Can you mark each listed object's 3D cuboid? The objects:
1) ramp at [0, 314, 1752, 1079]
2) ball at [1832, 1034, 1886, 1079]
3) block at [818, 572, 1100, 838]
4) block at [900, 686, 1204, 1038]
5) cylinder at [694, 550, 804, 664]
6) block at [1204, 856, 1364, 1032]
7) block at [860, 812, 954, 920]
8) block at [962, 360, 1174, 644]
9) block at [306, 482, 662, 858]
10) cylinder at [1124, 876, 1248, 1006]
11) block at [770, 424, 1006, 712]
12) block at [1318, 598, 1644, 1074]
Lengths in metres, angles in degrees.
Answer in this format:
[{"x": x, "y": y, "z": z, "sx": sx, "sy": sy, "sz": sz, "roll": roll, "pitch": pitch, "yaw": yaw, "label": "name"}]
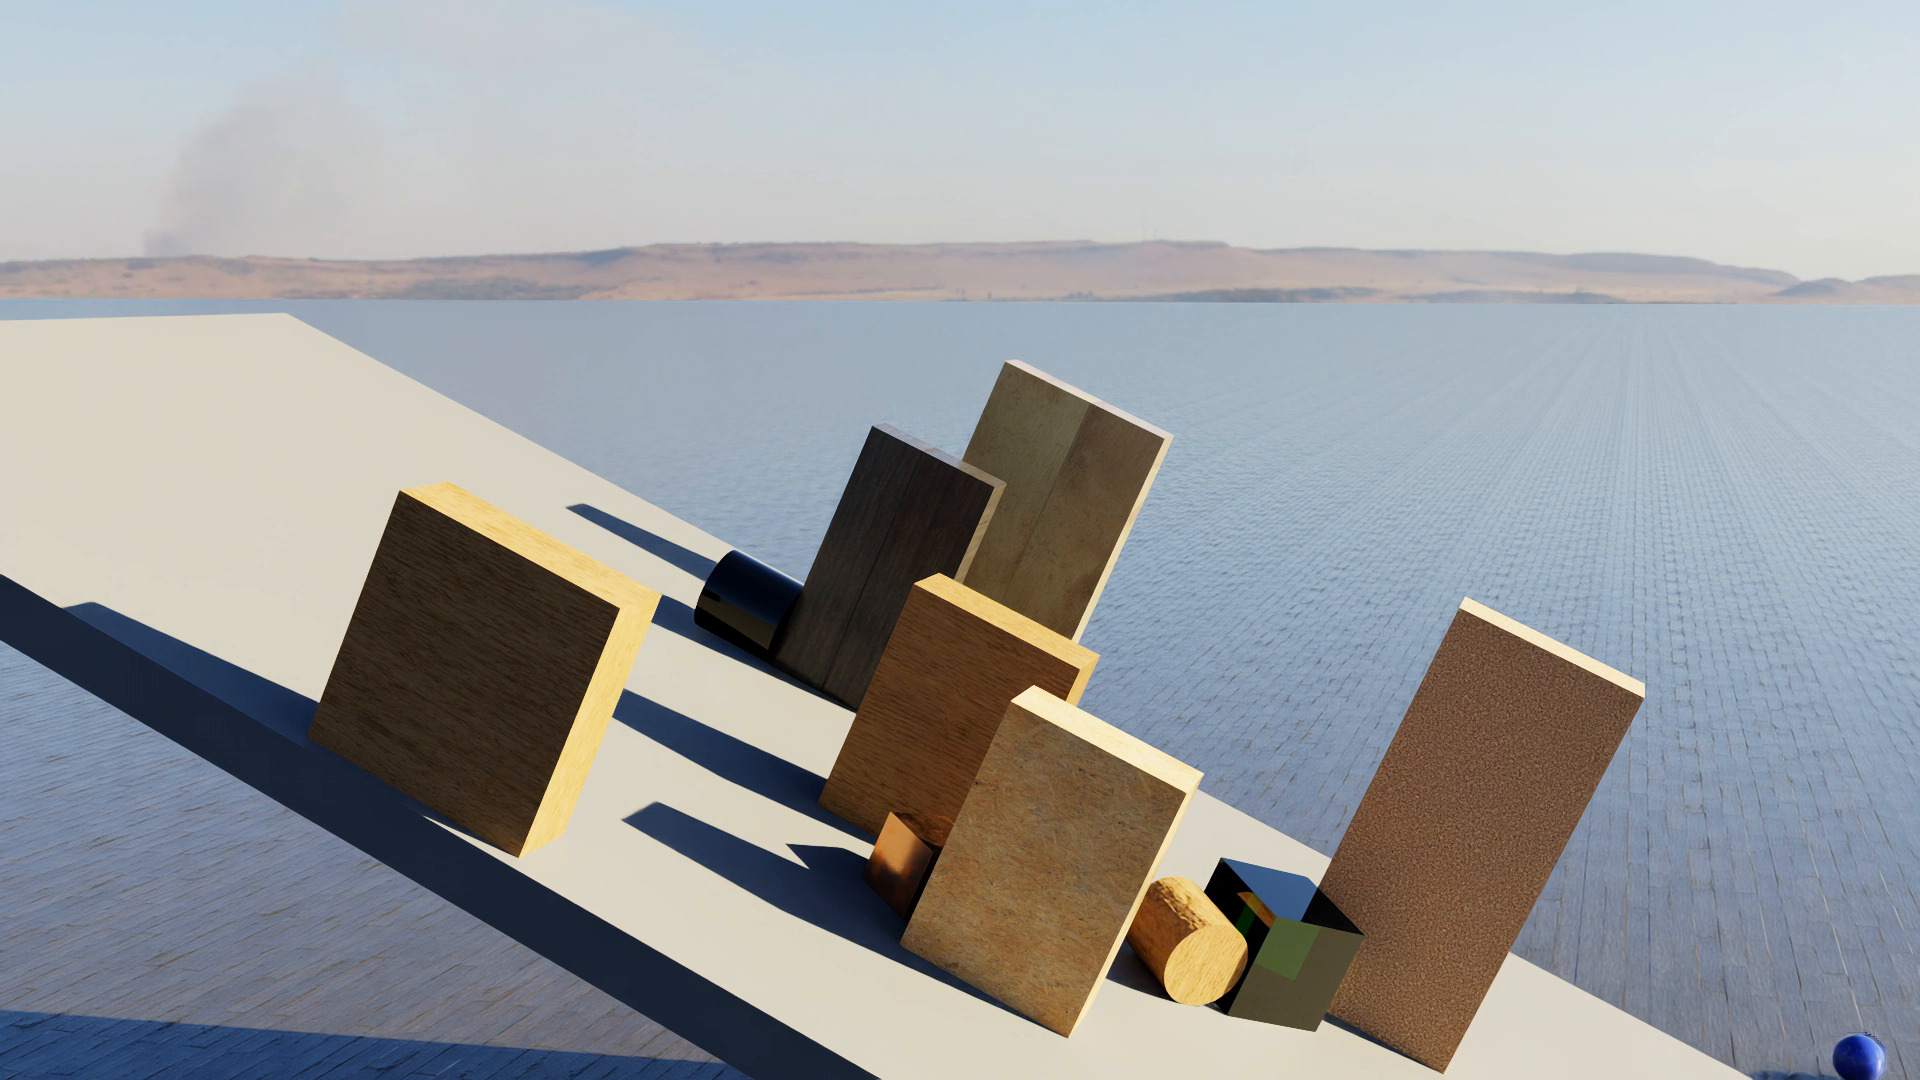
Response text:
[{"x": -0.274, "y": 0.470, "z": 4.176, "sx": 4.000, "sy": 0.100, "sz": 2.000, "roll": 27, "pitch": 14, "yaw": 12, "label": "ramp"}, {"x": 2.056, "y": 1.189, "z": 5.032, "sx": 0.113, "sy": 0.113, "sz": 0.113, "roll": 0, "pitch": 7, "yaw": 0, "label": "ball"}, {"x": -0.004, "y": 0.341, "z": 3.943, "sx": 0.331, "sy": 0.450, "sz": 0.146, "roll": 27, "pitch": 14, "yaw": 12, "label": "block"}, {"x": 0.145, "y": 0.513, "z": 3.529, "sx": 0.310, "sy": 0.451, "sz": 0.138, "roll": 27, "pitch": 14, "yaw": 12, "label": "block"}, {"x": -0.432, "y": 0.139, "z": 4.587, "sx": 0.178, "sy": 0.178, "sz": 0.178, "roll": 27, "pitch": 13, "yaw": 11, "label": "cylinder"}, {"x": 0.553, "y": 0.726, "z": 3.946, "sx": 0.204, "sy": 0.204, "sz": 0.204, "roll": 17, "pitch": 15, "yaw": -29, "label": "block"}, {"x": -0.059, "y": 0.553, "z": 3.721, "sx": 0.130, "sy": 0.130, "sz": 0.130, "roll": 12, "pitch": 18, "yaw": -42, "label": "block"}, {"x": 0.144, "y": 0.008, "z": 4.911, "sx": 0.393, "sy": 0.716, "sz": 0.102, "roll": 27, "pitch": 14, "yaw": 12, "label": "block"}, {"x": -0.724, "y": 0.192, "z": 3.339, "sx": 0.392, "sy": 0.422, "sz": 0.141, "roll": 27, "pitch": 14, "yaw": 12, "label": "block"}, {"x": 0.394, "y": 0.702, "z": 3.856, "sx": 0.162, "sy": 0.162, "sz": 0.162, "roll": -3, "pitch": 24, "yaw": -23, "label": "cylinder"}, {"x": -0.150, "y": 0.072, "z": 4.514, "sx": 0.283, "sy": 0.551, "sz": 0.089, "roll": 27, "pitch": 14, "yaw": 12, "label": "block"}, {"x": 0.902, "y": 0.538, "z": 4.011, "sx": 0.350, "sy": 0.784, "sz": 0.139, "roll": 27, "pitch": 14, "yaw": 12, "label": "block"}]
